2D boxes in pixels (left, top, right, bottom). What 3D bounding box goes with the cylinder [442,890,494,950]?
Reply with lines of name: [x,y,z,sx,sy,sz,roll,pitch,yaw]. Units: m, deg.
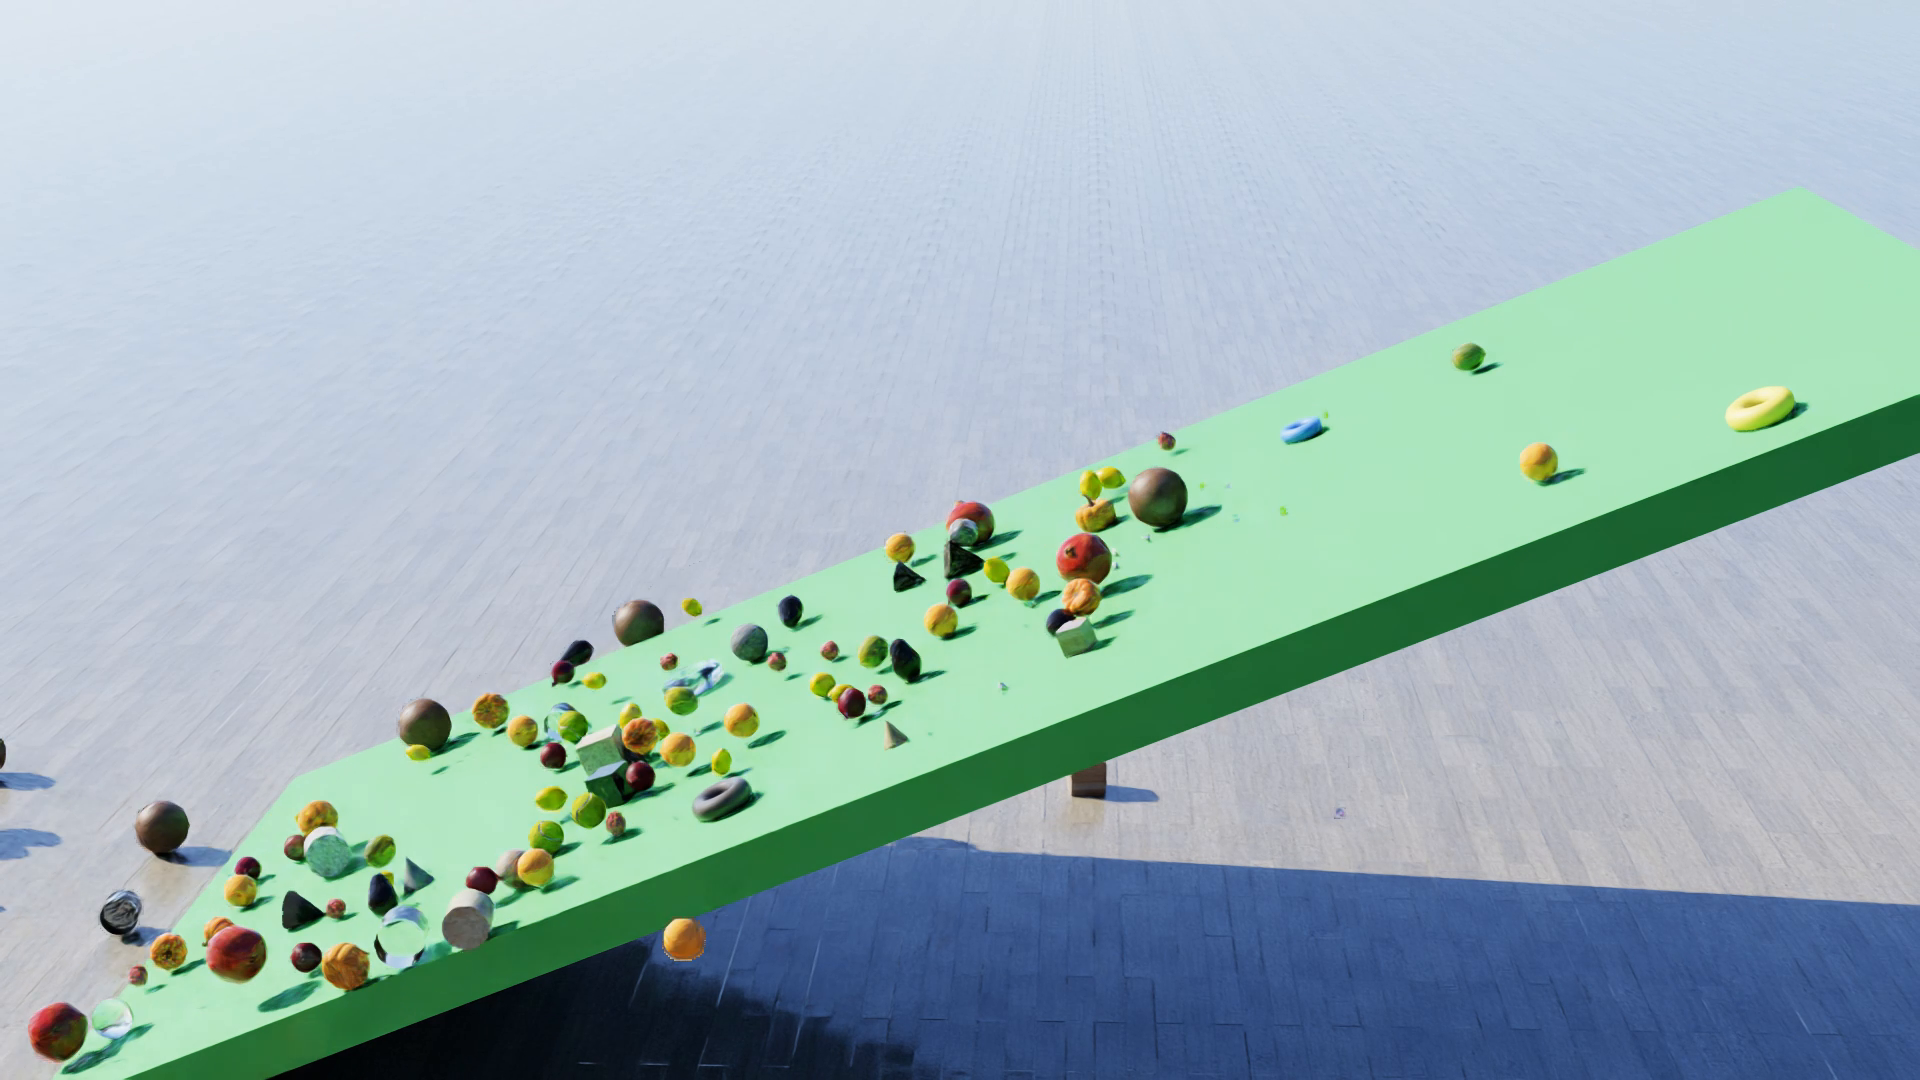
cylinder: [-0.912,0.704,5.456,0.086,0.086,0.086,0,15,-2]

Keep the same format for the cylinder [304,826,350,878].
cylinder: [-1.378,0.678,6.399,0.094,0.094,0.094,-4,7,-16]

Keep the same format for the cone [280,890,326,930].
cone: [-1.351,0.771,6.092,0.083,0.083,0.083,7,15,8]

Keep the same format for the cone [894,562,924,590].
cone: [-0.110,0.087,6.771,0.069,0.069,0.069,9,16,14]

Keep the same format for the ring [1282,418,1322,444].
ring: [0.767,-0.246,6.601,0.097,0.032,0.097,-21,13,5]

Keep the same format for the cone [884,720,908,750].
cone: [-0.131,0.363,5.581,0.052,0.052,0.052,-22,12,5]

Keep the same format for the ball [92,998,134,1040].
ball: [-1.678,0.948,5.824,0.081,0.081,0.081,0,14,0]

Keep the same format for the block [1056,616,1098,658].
block: [0.225,0.188,5.677,0.054,0.054,0.054,-17,14,26]

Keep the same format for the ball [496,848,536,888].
ball: [-0.858,0.635,5.681,0.078,0.078,0.078,0,14,0]

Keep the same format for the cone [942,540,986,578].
cone: [0.014,0.045,6.700,0.091,0.091,0.091,2,14,-11]

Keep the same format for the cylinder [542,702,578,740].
cylinder: [-0.915,0.416,6.740,0.068,0.068,0.068,1,15,5]

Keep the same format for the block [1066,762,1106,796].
block: [0.330,0.610,7.687,0.091,0.091,0.091,-2,14,-6]

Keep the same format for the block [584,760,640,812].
block: [-0.709,0.501,6.000,0.069,0.069,0.069,-17,14,28]

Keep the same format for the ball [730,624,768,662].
ball: [-0.479,0.233,6.685,0.088,0.088,0.088,0,14,0]

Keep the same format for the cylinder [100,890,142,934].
cylinder: [-1.916,0.850,6.718,0.083,0.083,0.083,-2,9,-9]

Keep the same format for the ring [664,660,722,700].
ring: [-0.603,0.317,6.644,0.147,0.049,0.147,-23,11,5]

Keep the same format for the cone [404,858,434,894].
cone: [-1.118,0.675,6.004,0.067,0.067,0.067,-22,12,5]

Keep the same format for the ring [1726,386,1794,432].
ring: [1.442,-0.237,5.305,0.127,0.042,0.127,-24,15,7]

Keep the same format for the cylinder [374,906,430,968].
cylinder: [-1.046,0.743,5.511,0.092,0.092,0.092,-1,12,-5]

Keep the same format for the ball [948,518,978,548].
ball: [0.008,-0.017,6.673,0.067,0.067,0.067,0,14,0]

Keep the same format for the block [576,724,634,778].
block: [-0.755,0.454,6.249,0.084,0.084,0.084,-21,12,9]

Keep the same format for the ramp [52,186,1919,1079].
ramp: [0.126,0.172,6.288,4.000,0.100,2.000,-21,12,8]

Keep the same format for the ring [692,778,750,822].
ring: [-0.457,0.496,5.630,0.124,0.041,0.124,-25,15,7]
